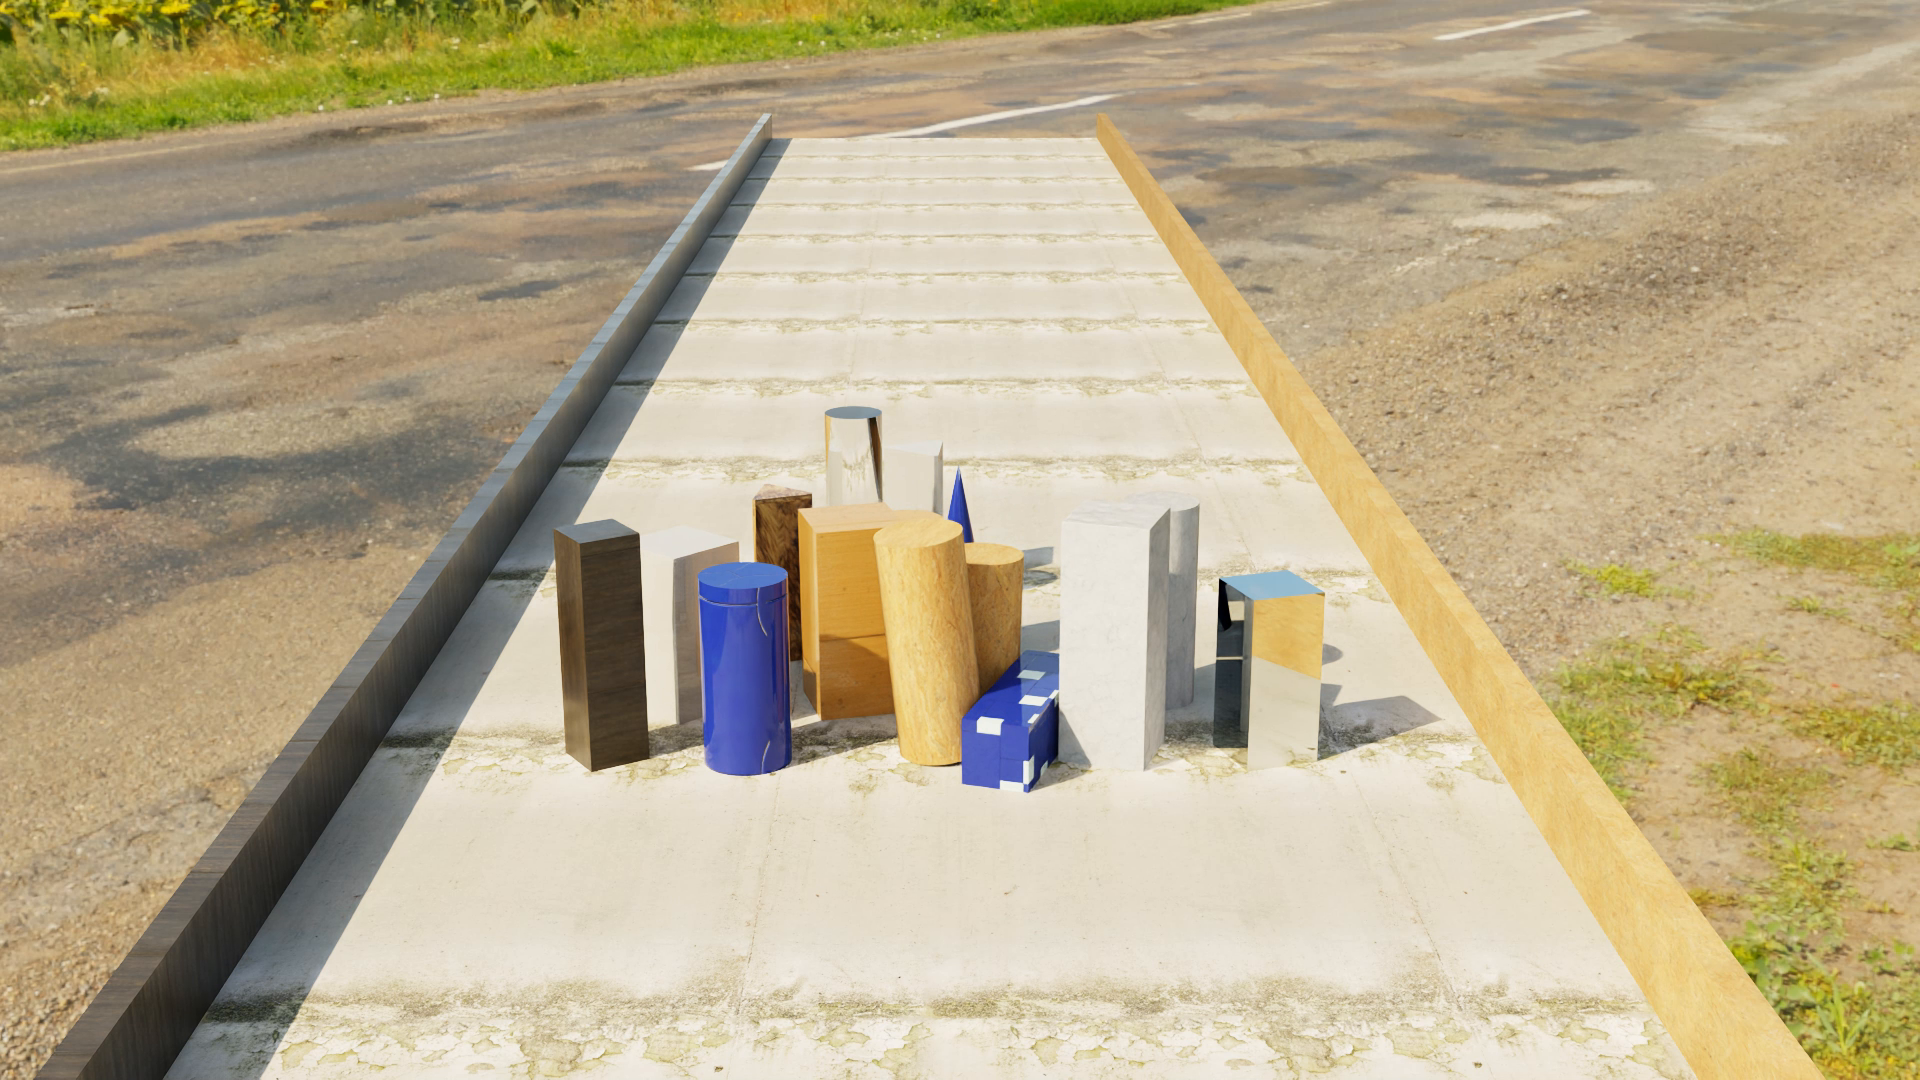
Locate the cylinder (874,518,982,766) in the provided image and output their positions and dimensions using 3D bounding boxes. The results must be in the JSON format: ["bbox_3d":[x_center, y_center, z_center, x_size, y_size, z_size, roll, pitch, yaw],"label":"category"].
[{"bbox_3d":[-0.052,0.180,3.884,0.157,0.406,0.157,-6,19,2],"label":"cylinder"}]

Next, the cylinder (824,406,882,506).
[{"bbox_3d":[-0.220,-0.047,4.595,0.119,0.450,0.119,0,17,0],"label":"cylinder"}]

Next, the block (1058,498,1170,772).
[{"bbox_3d":[0.273,0.167,3.889,0.155,0.443,0.155,6,17,18],"label":"block"}]

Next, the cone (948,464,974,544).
[{"bbox_3d":[-0.003,0.036,4.415,0.155,0.394,0.155,0,17,0],"label":"cone"}]

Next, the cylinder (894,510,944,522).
[{"bbox_3d":[-0.097,0.110,4.293,0.125,0.317,0.125,2,18,-1],"label":"cylinder"}]

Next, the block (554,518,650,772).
[{"bbox_3d":[-0.630,0.185,3.871,0.112,0.419,0.112,-11,20,-32],"label":"block"}]

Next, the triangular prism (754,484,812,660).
[{"bbox_3d":[-0.367,0.065,4.405,0.121,0.343,0.105,-7,18,-22],"label":"triangular prism"}]

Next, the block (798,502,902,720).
[{"bbox_3d":[-0.201,0.132,4.141,0.168,0.364,0.168,-5,17,-15],"label":"block"}]

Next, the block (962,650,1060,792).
[{"bbox_3d":[0.120,0.319,3.941,0.121,0.121,0.377,5,17,18],"label":"block"}]

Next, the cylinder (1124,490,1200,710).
[{"bbox_3d":[0.376,0.114,4.158,0.143,0.390,0.143,0,17,0],"label":"cylinder"}]

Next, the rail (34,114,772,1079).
[{"bbox_3d":[-1.118,-0.838,7.780,0.050,0.150,12.000,0,17,-1],"label":"rail"}]

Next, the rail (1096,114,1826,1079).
[{"bbox_3d":[0.932,-0.844,7.801,0.050,0.150,12.000,0,17,-1],"label":"rail"}]

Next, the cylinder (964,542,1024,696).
[{"bbox_3d":[0.039,0.174,4.089,0.148,0.310,0.148,2,16,0],"label":"cylinder"}]

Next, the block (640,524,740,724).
[{"bbox_3d":[-0.523,0.157,4.136,0.159,0.321,0.159,15,22,41],"label":"block"}]

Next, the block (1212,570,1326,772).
[{"bbox_3d":[0.546,0.230,3.898,0.137,0.316,0.137,-6,18,-19],"label":"block"}]

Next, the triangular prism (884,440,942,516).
[{"bbox_3d":[-0.075,-0.061,4.893,0.141,0.307,0.122,11,20,33],"label":"triangular prism"}]

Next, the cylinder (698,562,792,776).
[{"bbox_3d":[-0.377,0.226,3.866,0.156,0.343,0.156,0,17,0],"label":"cylinder"}]
